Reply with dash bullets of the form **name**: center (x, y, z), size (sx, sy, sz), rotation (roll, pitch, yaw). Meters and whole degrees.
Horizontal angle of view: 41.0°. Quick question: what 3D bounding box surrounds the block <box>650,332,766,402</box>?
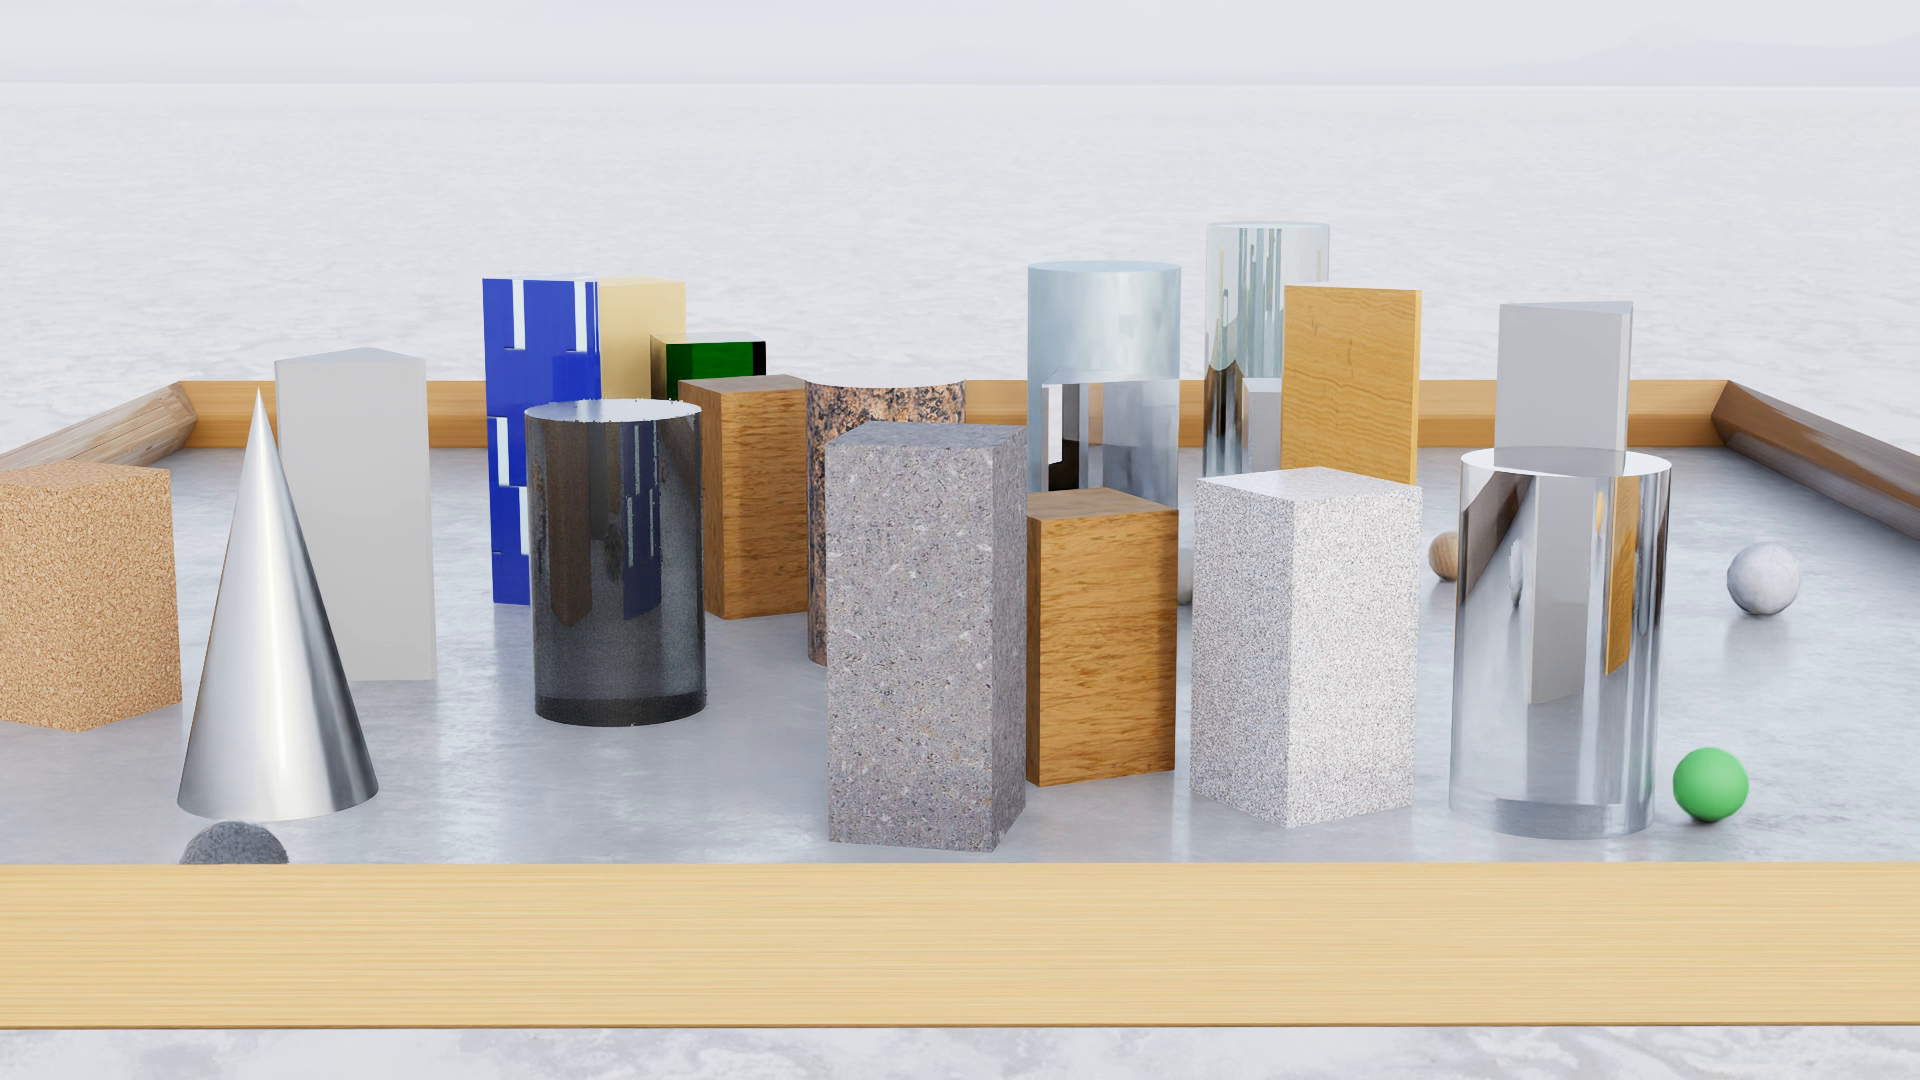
- **block**: center (-0.403, -0.176, 4.118), size (0.158, 0.299, 0.158), rotation (-3, 11, -16)

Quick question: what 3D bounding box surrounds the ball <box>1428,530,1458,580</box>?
- **ball**: center (0.706, 0.022, 3.671), size (0.071, 0.071, 0.071), rotation (0, 10, 0)

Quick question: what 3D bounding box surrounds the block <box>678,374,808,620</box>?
- **block**: center (-0.278, -0.062, 3.488), size (0.158, 0.303, 0.158), rotation (-5, 12, -27)

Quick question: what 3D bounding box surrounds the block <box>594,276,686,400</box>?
- **block**: center (-0.568, -0.253, 4.339), size (0.158, 0.369, 0.158), rotation (-7, 13, -33)

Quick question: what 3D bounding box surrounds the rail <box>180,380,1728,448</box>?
- **rail**: center (-0.009, -0.239, 4.920), size (2.982, 0.129, 0.045), rotation (0, 10, 0)

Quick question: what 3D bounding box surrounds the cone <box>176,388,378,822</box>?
- **cone**: center (-0.690, 0.053, 2.562), size (0.198, 0.415, 0.198), rotation (0, 10, 0)

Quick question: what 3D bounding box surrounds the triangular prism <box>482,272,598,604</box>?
- **triangular prism**: center (-0.537, -0.141, 3.527), size (0.172, 0.445, 0.149), rotation (4, 11, 19)

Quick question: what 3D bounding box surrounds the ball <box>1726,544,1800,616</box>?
- **ball**: center (1.077, 0.053, 3.438), size (0.095, 0.095, 0.095), rotation (0, 10, 0)

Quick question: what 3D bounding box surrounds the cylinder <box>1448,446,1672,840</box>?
- **cylinder**: center (0.584, 0.096, 2.508), size (0.198, 0.350, 0.198), rotation (0, 10, 0)

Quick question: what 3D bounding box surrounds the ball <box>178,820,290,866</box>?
- **ball**: center (-0.619, 0.285, 2.189), size (0.093, 0.093, 0.093), rotation (0, 10, 0)

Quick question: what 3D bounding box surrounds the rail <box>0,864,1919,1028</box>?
- **rail**: center (0.009, 0.305, 1.977), size (2.982, 0.129, 0.045), rotation (0, 10, 0)

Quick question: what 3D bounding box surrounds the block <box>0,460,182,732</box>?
- **block**: center (-1.008, 0.060, 2.916), size (0.158, 0.272, 0.158), rotation (5, 12, 27)

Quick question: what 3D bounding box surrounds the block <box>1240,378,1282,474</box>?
- **block**: center (0.476, -0.073, 3.588), size (0.158, 0.289, 0.158), rotation (1, 11, 3)

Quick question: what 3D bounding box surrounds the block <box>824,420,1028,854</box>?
- **block**: center (-0.030, 0.088, 2.461), size (0.158, 0.382, 0.158), rotation (2, 11, 13)

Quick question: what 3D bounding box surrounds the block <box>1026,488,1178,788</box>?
- **block**: center (0.120, 0.098, 2.699), size (0.158, 0.276, 0.158), rotation (-5, 12, -24)

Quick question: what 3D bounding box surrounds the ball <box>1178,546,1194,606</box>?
- **ball**: center (0.301, 0.049, 3.501), size (0.080, 0.080, 0.080), rotation (0, 10, 0)

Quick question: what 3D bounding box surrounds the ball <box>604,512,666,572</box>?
- **ball**: center (-0.472, 0.004, 3.727), size (0.087, 0.087, 0.087), rotation (0, 10, 0)

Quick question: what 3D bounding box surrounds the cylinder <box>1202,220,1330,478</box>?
- **cylinder**: center (0.496, -0.274, 4.164), size (0.198, 0.474, 0.198), rotation (0, 10, 0)

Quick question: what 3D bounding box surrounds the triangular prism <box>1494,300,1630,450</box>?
- **triangular prism**: center (0.752, -0.059, 3.075), size (0.149, 0.447, 0.172), rotation (-10, 15, -44)

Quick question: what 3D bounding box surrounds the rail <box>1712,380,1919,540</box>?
- **rail**: center (1.467, 0.032, 3.457), size (0.045, 0.129, 3.040), rotation (0, 10, 0)

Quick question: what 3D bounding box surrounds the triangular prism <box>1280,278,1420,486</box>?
- **triangular prism**: center (0.511, -0.096, 3.250), size (0.172, 0.458, 0.149), rotation (5, 12, 25)

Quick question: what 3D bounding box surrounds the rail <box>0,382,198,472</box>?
- **rail**: center (-1.467, 0.035, 3.440), size (0.045, 0.129, 3.040), rotation (0, 10, 0)

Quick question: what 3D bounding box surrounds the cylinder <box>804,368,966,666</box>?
- **cylinder**: center (-0.091, -0.028, 3.181), size (0.198, 0.348, 0.198), rotation (0, 10, 0)

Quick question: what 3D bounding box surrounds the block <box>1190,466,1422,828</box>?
- **block**: center (0.343, 0.102, 2.557), size (0.158, 0.321, 0.158), rotation (-6, 12, -31)

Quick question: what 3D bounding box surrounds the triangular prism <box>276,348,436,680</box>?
- **triangular prism**: center (-0.722, -0.035, 3.117), size (0.172, 0.385, 0.149), rotation (-1, 11, -4)

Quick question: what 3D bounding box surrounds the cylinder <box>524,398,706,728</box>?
- **cylinder**: center (-0.391, 0.022, 2.926), size (0.198, 0.343, 0.198), rotation (0, 10, 0)

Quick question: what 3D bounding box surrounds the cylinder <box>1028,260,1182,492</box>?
- **cylinder**: center (0.186, -0.122, 3.352), size (0.198, 0.471, 0.198), rotation (0, 10, 0)

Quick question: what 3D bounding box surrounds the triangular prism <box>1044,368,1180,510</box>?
- **triangular prism**: center (0.153, -0.019, 3.088), size (0.172, 0.364, 0.149), rotation (-4, 11, -20)

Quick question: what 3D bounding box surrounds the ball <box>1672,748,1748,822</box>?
- **ball**: center (0.731, 0.239, 2.502), size (0.072, 0.072, 0.072), rotation (0, 10, 0)
